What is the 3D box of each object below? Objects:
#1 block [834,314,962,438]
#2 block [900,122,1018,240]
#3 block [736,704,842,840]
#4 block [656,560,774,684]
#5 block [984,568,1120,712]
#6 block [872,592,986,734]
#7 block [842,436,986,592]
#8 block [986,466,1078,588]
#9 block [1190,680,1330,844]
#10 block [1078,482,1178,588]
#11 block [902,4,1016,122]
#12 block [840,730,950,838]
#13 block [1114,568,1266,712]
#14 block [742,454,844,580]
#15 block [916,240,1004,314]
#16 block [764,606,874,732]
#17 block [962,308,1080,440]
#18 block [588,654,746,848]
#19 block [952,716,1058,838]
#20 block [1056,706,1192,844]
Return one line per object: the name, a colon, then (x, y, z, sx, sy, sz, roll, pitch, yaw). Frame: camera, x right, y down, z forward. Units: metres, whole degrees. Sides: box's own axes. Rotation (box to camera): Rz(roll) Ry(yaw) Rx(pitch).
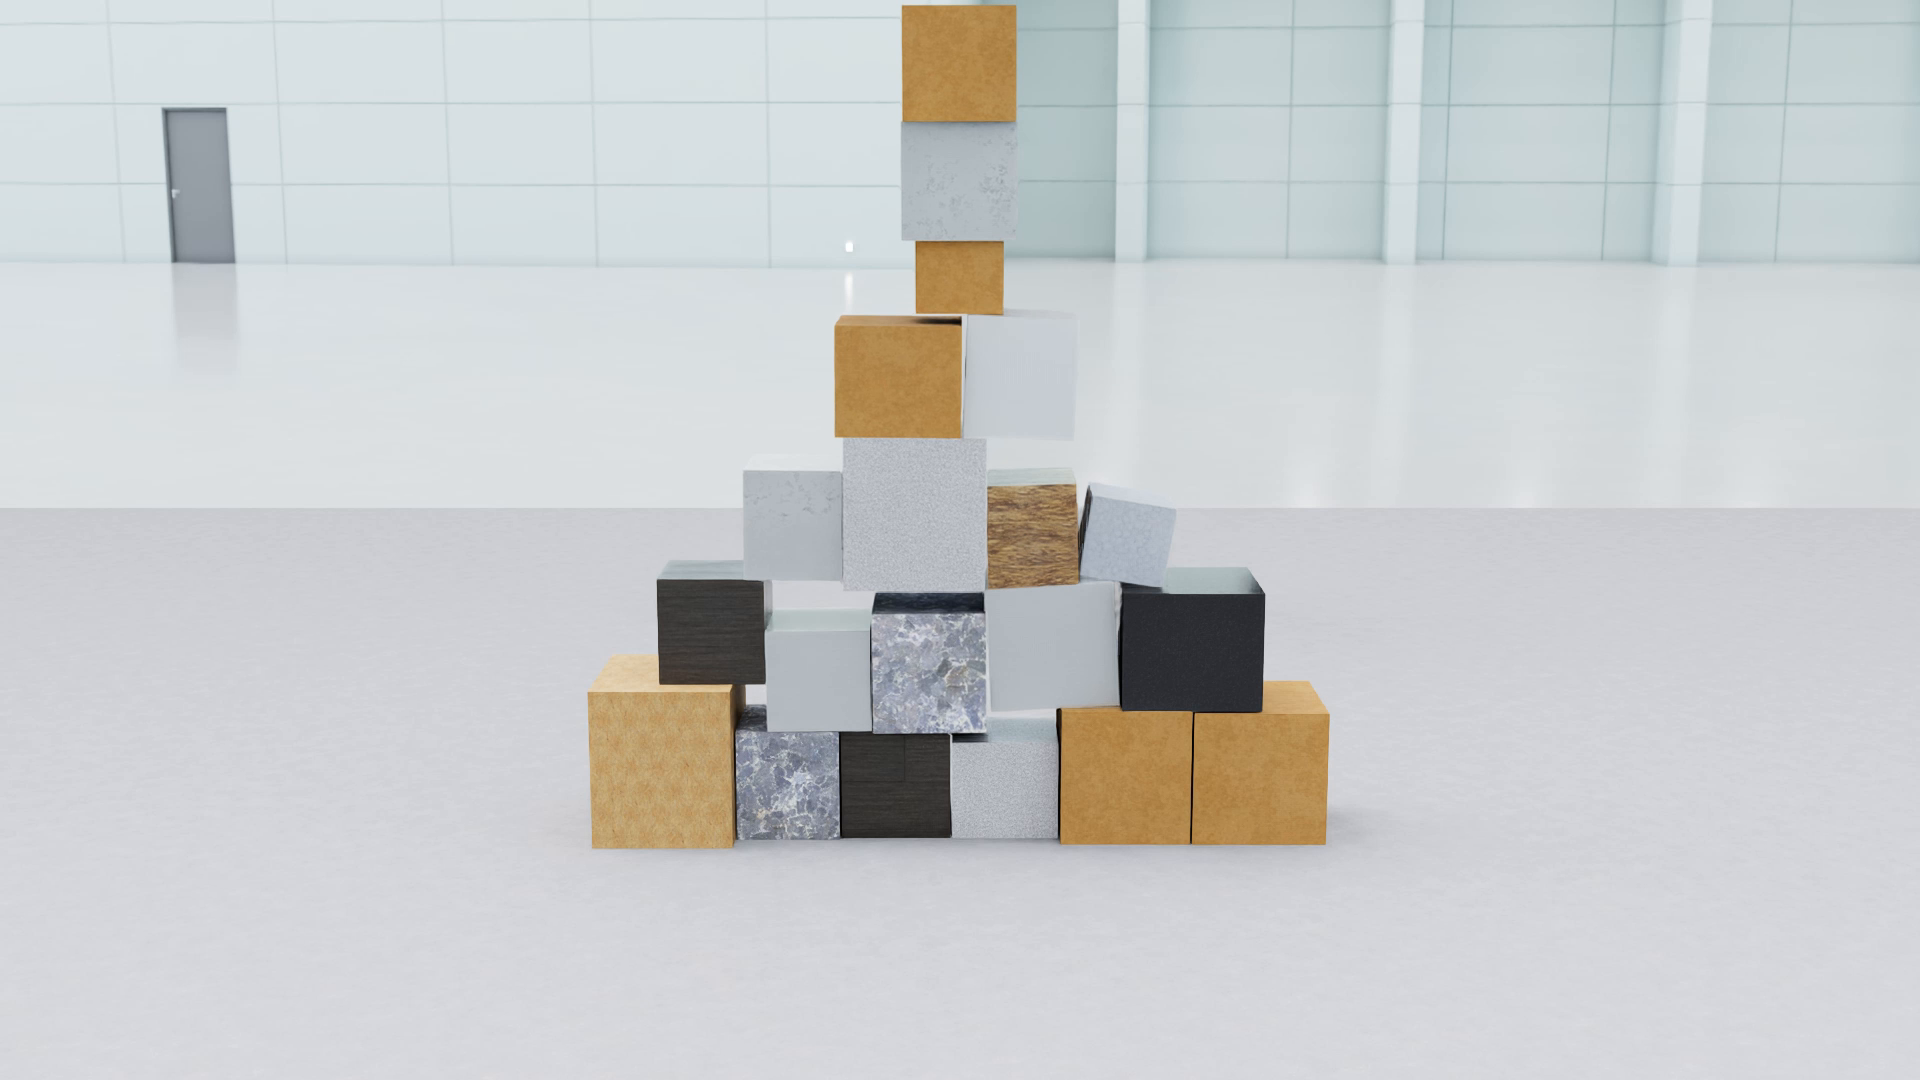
block: (-0.302, -0.828, 11.035, 0.619, 0.545, 0.684, 0, 10, 0)
block: (-0.004, -1.778, 10.874, 0.563, 0.568, 0.504, 0, 10, 0)
block: (-0.872, 1.196, 11.406, 0.521, 0.565, 0.558, 0, 10, 0)
block: (-1.245, 0.415, 11.250, 0.534, 0.539, 0.516, 0, 10, 0)
block: (0.461, 0.491, 11.260, 0.646, 0.626, 0.545, -3, 10, 1)
block: (-0.154, 0.615, 11.277, 0.568, 0.610, 0.603, 0, 10, 0)
block: (-0.224, -0.181, 11.148, 0.702, 0.766, 0.673, 0, 10, 0)
block: (0.361, -0.068, 11.156, 0.449, 0.518, 0.510, -2, 11, 0)
block: (1.509, 1.142, 11.376, 0.675, 0.682, 0.683, 0, 10, 0)
block: (0.837, -0.029, 11.184, 0.425, 0.407, 0.445, 9, 10, -2)
block: (-0.004, -2.322, 10.759, 0.546, 0.544, 0.564, 0, 10, 0)
block: (-0.326, 1.193, 11.409, 0.552, 0.570, 0.505, 0, 10, 0)
block: (1.161, 0.500, 11.274, 0.701, 0.599, 0.695, 0, 10, 0)
block: (-0.824, -0.122, 11.160, 0.496, 0.552, 0.575, 0, 10, 0)
block: (-0.003, -1.316, 10.924, 0.430, 0.358, 0.367, 0, 10, 0)
block: (-0.706, 0.660, 11.309, 0.534, 0.518, 0.566, -1, 10, 0)
block: (0.299, -0.841, 11.028, 0.547, 0.594, 0.580, 2, 10, 0)
block: (-1.495, 1.079, 11.368, 0.704, 0.810, 0.807, 0, 10, 0)
block: (0.230, 1.226, 11.422, 0.538, 0.501, 0.516, 0, 10, 0)
block: (0.835, 1.138, 11.373, 0.653, 0.692, 0.670, 0, 10, 0)
